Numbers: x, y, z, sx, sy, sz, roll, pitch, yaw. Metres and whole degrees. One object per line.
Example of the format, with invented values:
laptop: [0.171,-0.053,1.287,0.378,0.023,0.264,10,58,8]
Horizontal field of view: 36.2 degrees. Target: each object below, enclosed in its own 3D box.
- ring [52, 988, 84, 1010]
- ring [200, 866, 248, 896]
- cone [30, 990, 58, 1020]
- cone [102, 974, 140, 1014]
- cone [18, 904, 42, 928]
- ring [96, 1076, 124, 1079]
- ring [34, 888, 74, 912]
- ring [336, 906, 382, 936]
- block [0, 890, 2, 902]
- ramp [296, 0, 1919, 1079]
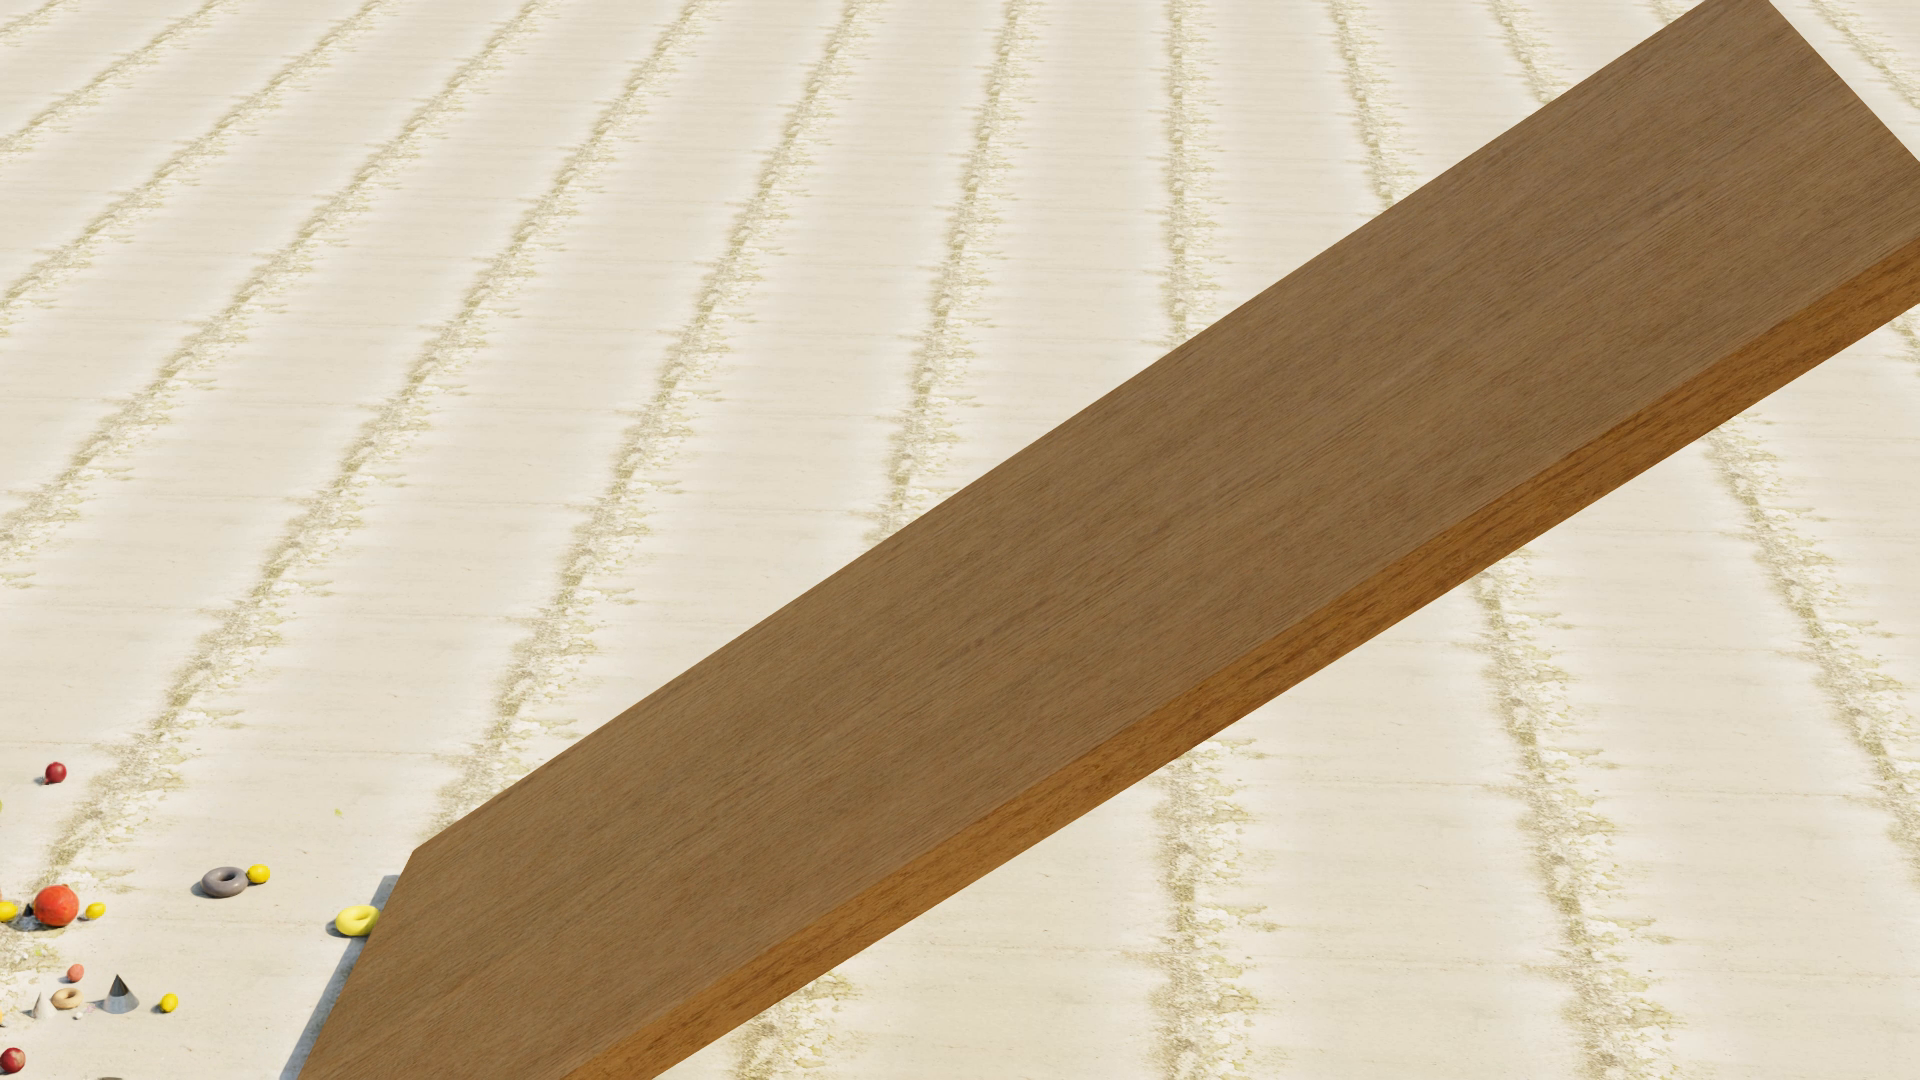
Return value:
ring: [-2.183,1.121,7.192,0.077,0.026,0.077,1,23,0]
ring: [-1.932,0.898,7.729,0.124,0.041,0.124,1,22,0]
cone: [-2.228,1.121,7.140,0.063,0.063,0.063,0,22,0]
cone: [-2.051,1.095,7.171,0.088,0.088,0.088,0,22,0]
cone: [-2.394,0.957,7.560,0.056,0.056,0.056,0,22,0]
ring: [-1.969,1.279,6.776,0.125,0.042,0.125,1,21,0]
ring: [-2.354,0.936,7.641,0.101,0.034,0.101,1,21,0]
ring: [-1.538,0.975,7.535,0.121,0.040,0.121,1,21,-1]
block: [-2.528,0.925,7.643,0.054,0.054,0.054,2,22,4]
ramp: [0.133,0.176,6.312,4.000,0.100,2.000,-33,16,16]
